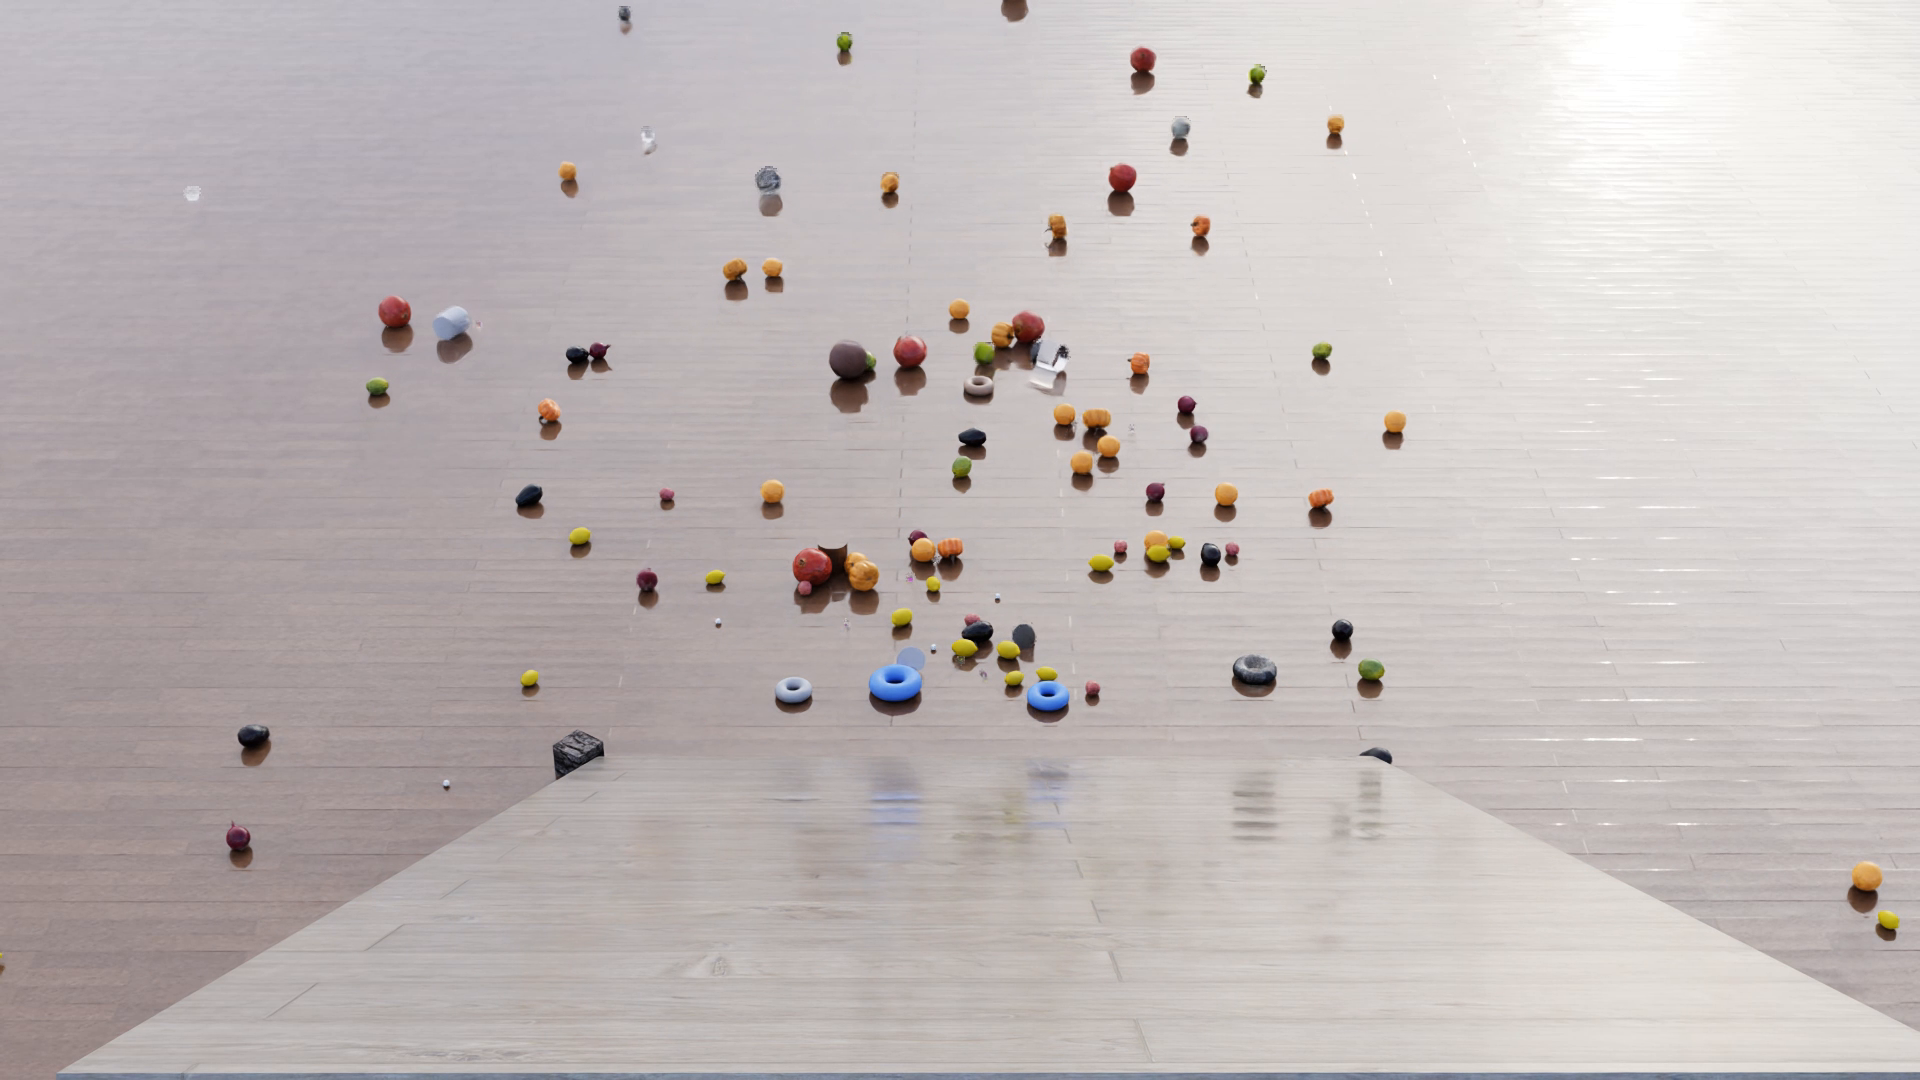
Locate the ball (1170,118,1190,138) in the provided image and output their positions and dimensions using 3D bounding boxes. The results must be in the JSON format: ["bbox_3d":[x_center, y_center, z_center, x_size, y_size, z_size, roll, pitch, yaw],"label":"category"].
[{"bbox_3d":[0.902,-1.683,10.588,0.081,0.081,0.081,0,30,0],"label":"ball"}]

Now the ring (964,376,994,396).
[{"bbox_3d":[0.062,-0.514,8.634,0.106,0.035,0.106,0,32,0],"label":"ring"}]

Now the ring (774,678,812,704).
[{"bbox_3d":[-0.454,0.409,7.056,0.103,0.034,0.103,-1,30,1],"label":"ring"}]

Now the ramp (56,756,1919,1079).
[{"bbox_3d":[0.068,0.603,4.666,2.000,0.100,4.000,0,0,0],"label":"ramp"}]

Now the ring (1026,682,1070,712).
[{"bbox_3d":[0.239,0.424,7.027,0.116,0.039,0.116,-1,31,0],"label":"ring"}]

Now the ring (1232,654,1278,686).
[{"bbox_3d":[0.813,0.358,7.137,0.123,0.041,0.123,1,31,0],"label":"ring"}]

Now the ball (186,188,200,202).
[{"bbox_3d":[-2.973,-1.339,10.027,0.053,0.053,0.053,0,30,0],"label":"ball"}]

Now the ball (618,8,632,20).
[{"bbox_3d":[-1.533,-2.407,11.848,0.060,0.060,0.060,0,30,0],"label":"ball"}]

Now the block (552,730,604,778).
[{"bbox_3d":[-0.990,0.567,6.729,0.092,0.092,0.092,20,36,31],"label":"block"}]

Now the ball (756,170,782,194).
[{"bbox_3d":[-0.744,-1.395,10.080,0.096,0.096,0.096,0,30,0],"label":"ball"}]

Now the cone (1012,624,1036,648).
[{"bbox_3d":[0.196,0.270,7.296,0.071,0.071,0.071,18,8,28],"label":"cone"}]

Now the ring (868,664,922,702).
[{"bbox_3d":[-0.177,0.391,7.074,0.145,0.048,0.145,-1,30,1],"label":"ring"}]

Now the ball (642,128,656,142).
[{"bbox_3d":[-1.271,-1.652,10.560,0.056,0.056,0.056,0,30,0],"label":"ball"}]

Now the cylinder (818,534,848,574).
[{"bbox_3d":[-0.375,0.043,7.630,0.088,0.088,0.088,0,30,0],"label":"cylinder"}]

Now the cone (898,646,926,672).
[{"bbox_3d":[-0.141,0.331,7.190,0.078,0.078,0.078,-7,0,-12],"label":"cone"}]
